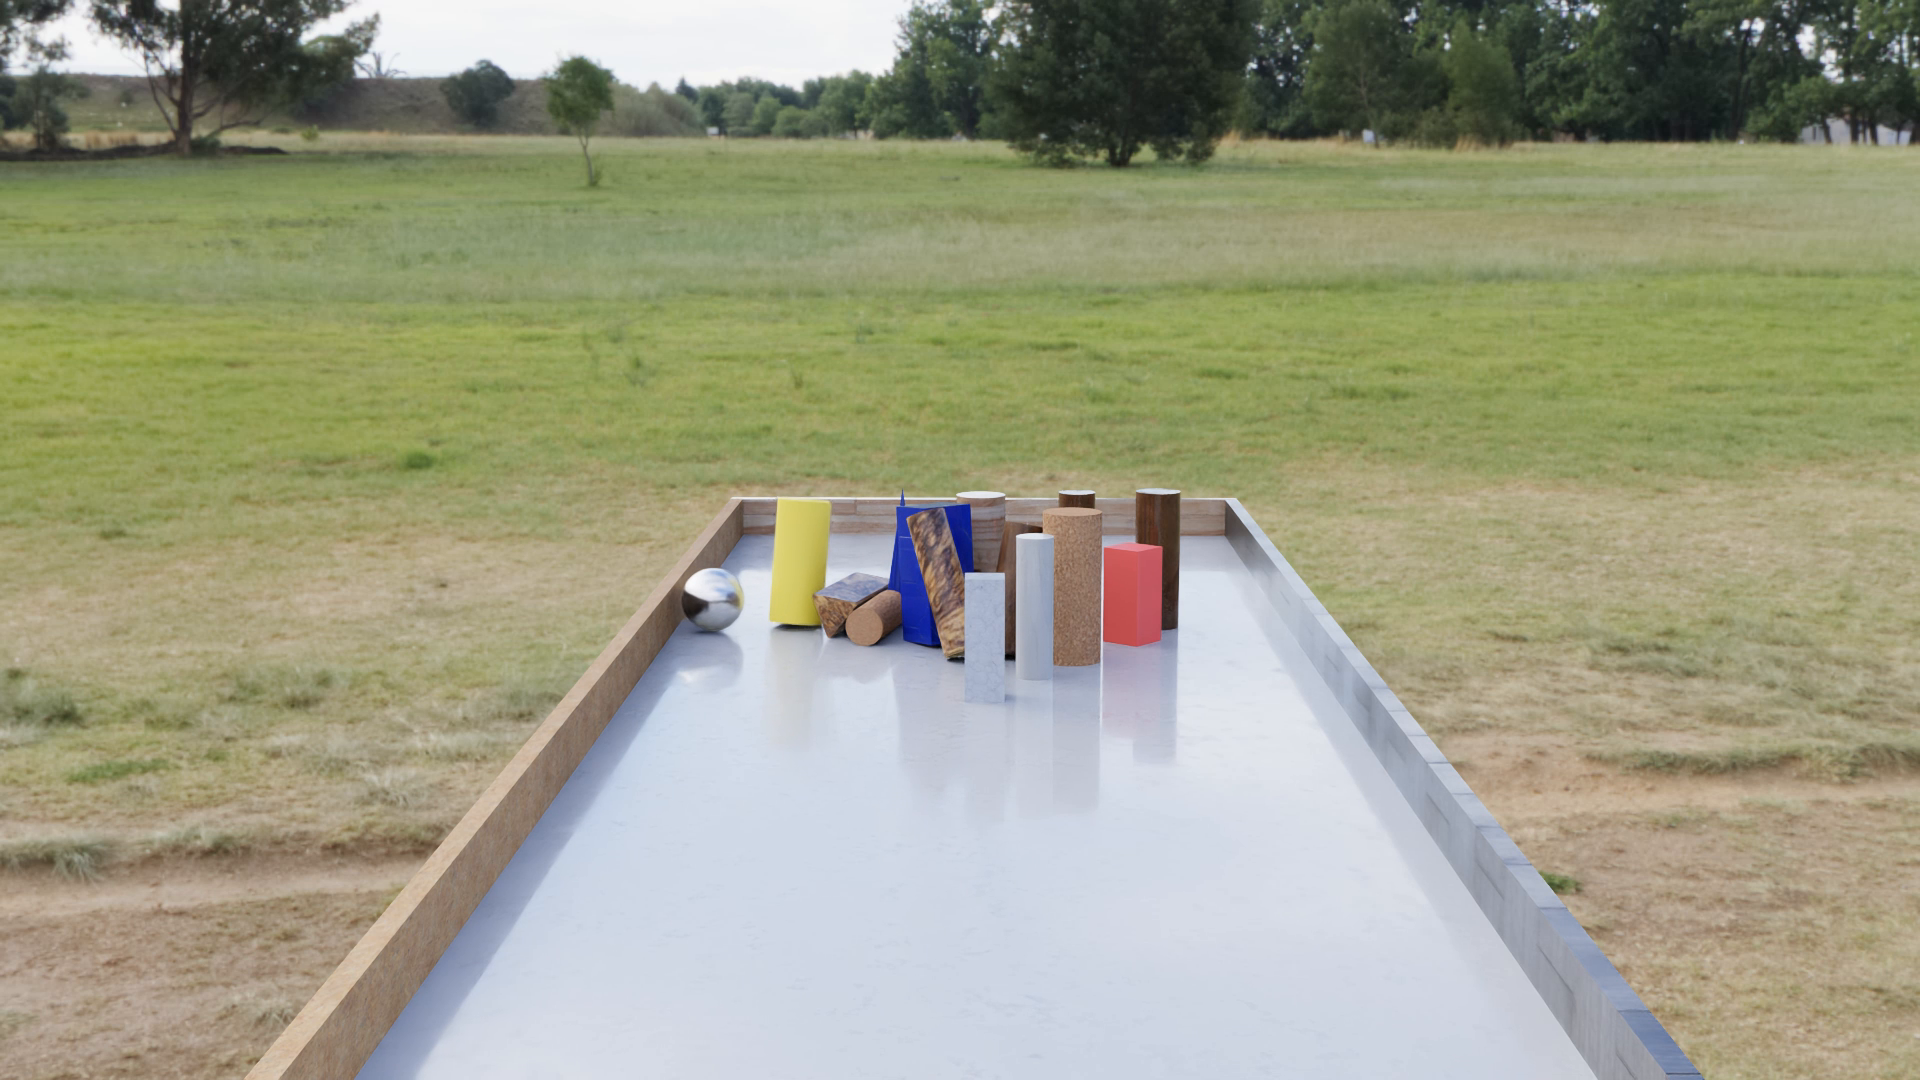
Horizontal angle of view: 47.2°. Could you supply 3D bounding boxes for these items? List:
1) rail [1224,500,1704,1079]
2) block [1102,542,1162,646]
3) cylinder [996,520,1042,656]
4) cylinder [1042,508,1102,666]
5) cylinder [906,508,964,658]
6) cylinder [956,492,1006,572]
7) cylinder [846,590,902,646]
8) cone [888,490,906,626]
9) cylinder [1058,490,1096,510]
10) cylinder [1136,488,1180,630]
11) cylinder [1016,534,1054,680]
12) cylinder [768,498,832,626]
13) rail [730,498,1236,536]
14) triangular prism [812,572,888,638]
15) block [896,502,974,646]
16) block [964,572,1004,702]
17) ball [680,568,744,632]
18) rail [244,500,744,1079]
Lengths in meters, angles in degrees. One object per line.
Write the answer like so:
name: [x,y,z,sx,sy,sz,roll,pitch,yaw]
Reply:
rail: [1.046,0.843,3.208,0.050,0.150,12.000,0,9,1]
block: [0.546,0.171,6.963,0.132,0.302,0.132,8,12,40]
cylinder: [0.167,0.149,6.737,0.132,0.398,0.132,10,0,0]
cylinder: [0.339,0.140,6.663,0.179,0.457,0.179,0,9,0]
cylinder: [-0.046,0.132,6.719,0.122,0.445,0.122,-15,-9,-2]
cylinder: [0.068,0.068,7.192,0.160,0.435,0.160,0,9,0]
cylinder: [-0.264,0.248,7.054,0.122,0.122,0.325,2,9,13]
cone: [-0.189,0.049,7.264,0.133,0.449,0.133,0,9,0]
cylinder: [0.382,0.061,7.213,0.120,0.441,0.120,0,9,0]
cylinder: [0.645,0.062,7.191,0.146,0.447,0.146,0,9,0]
cylinder: [0.219,0.195,6.443,0.111,0.418,0.111,0,9,0]
cylinder: [-0.525,0.071,7.215,0.176,0.401,0.176,5,2,0]
rail: [0.099,-0.098,9.147,2.100,0.150,0.050,0,9,1]
triangular prism: [-0.365,0.184,7.219,0.129,0.149,0.426,41,17,6]
block: [-0.074,0.103,6.947,0.170,0.428,0.170,-6,6,-32]
block: [0.069,0.273,6.167,0.111,0.349,0.111,0,9,1]
ball: [-0.804,0.193,7.137,0.205,0.205,0.205,0,9,0]
rail: [-1.004,0.839,3.234,0.050,0.150,12.000,0,9,1]
